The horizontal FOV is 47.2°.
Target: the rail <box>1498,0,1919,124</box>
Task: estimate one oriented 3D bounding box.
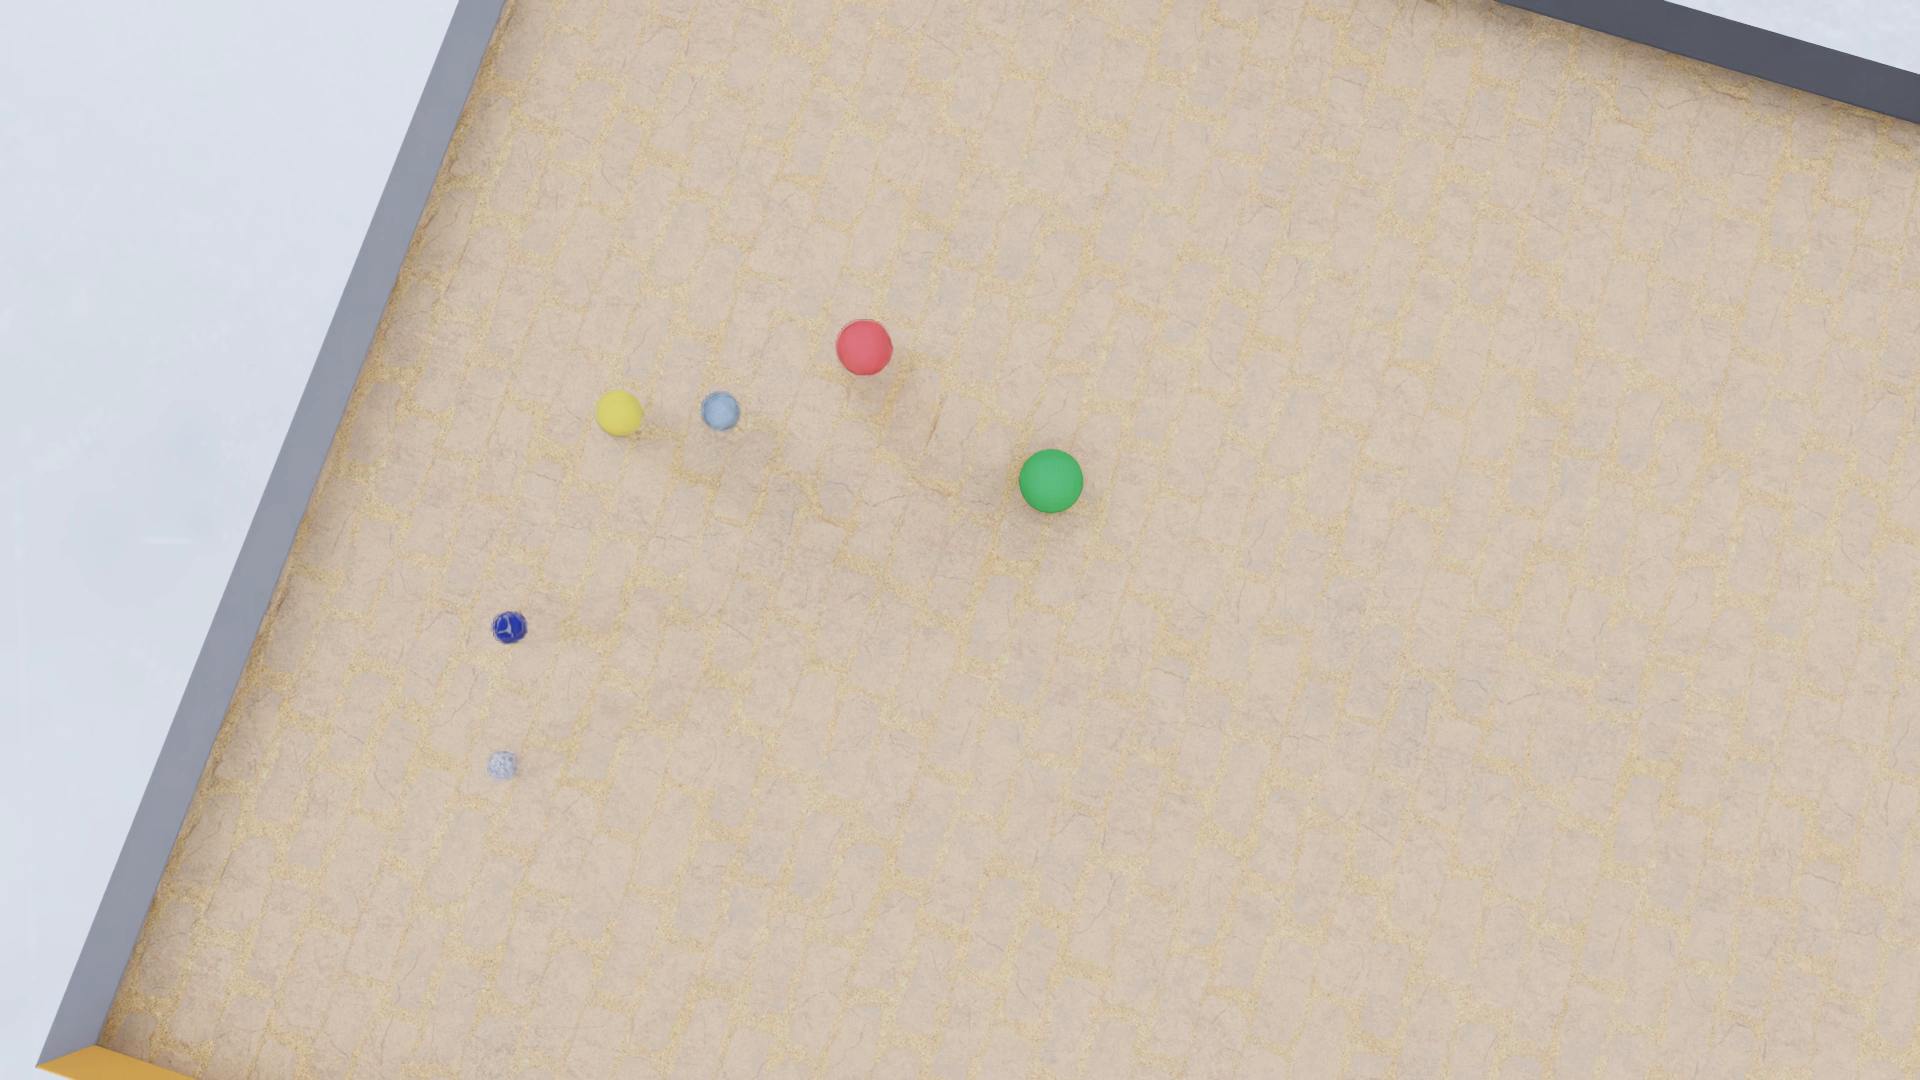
[{"bbox_3d":[1.280,-0.737,3.438,3.965,0.126,0.045,17,78,4],"label":"rail"}]

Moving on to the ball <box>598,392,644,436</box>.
[{"bbox_3d":[-0.517,-0.192,3.351,0.069,0.069,0.069,0,78,0],"label":"ball"}]

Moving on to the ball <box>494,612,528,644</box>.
[{"bbox_3d":[-0.672,0.131,3.291,0.049,0.049,0.049,0,78,0],"label":"ball"}]

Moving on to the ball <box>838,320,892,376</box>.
[{"bbox_3d":[-0.145,-0.293,3.364,0.085,0.085,0.085,0,78,0],"label":"ball"}]

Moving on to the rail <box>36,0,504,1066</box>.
[{"bbox_3d":[-0.922,-0.294,3.342,0.045,0.126,2.250,17,78,4],"label":"rail"}]

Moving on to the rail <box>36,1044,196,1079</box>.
[{"bbox_3d":[0.609,1.314,2.995,3.965,0.126,0.045,17,78,4],"label":"rail"}]

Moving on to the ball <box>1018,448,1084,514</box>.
[{"bbox_3d":[0.137,-0.089,3.314,0.097,0.097,0.097,0,78,0],"label":"ball"}]

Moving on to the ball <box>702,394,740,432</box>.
[{"bbox_3d":[-0.364,-0.195,3.357,0.058,0.058,0.058,0,78,0],"label":"ball"}]

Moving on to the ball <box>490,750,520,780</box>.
[{"bbox_3d":[-0.674,0.333,3.250,0.043,0.043,0.043,0,78,0],"label":"ball"}]
